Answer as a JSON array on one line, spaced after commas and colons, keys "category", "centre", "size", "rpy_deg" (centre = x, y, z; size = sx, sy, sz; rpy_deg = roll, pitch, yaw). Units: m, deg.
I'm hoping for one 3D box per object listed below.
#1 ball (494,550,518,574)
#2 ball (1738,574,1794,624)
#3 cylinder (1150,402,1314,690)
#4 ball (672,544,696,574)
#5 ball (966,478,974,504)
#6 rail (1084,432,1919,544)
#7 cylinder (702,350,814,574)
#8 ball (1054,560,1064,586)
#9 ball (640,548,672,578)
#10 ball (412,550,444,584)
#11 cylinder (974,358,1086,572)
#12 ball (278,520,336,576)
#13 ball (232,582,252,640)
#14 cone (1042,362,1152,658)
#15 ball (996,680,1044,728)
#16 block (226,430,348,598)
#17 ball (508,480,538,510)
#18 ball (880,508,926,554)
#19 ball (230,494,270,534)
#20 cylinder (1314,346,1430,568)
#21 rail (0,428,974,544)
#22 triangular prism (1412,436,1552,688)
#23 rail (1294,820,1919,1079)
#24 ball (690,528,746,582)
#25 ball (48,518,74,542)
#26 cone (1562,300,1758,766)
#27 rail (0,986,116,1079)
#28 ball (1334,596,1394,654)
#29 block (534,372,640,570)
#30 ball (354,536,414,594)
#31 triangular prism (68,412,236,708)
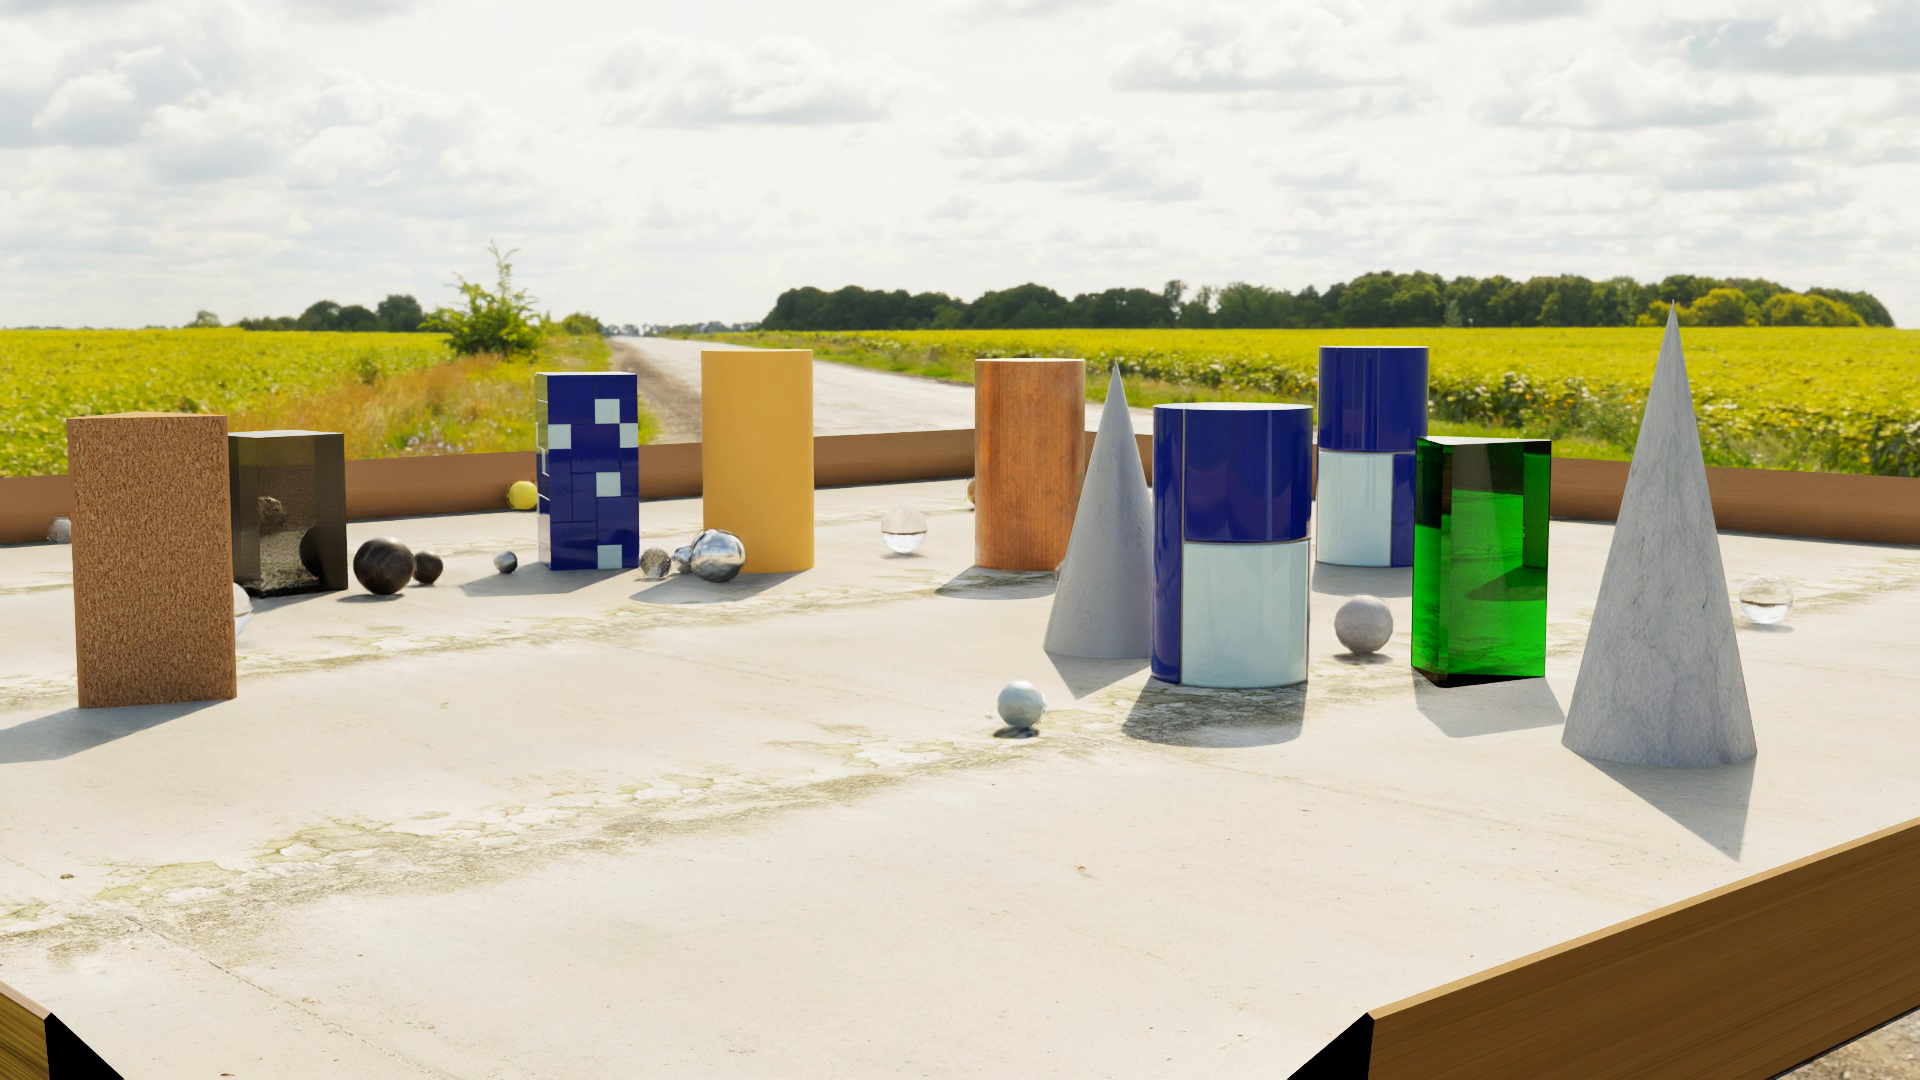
[{"category": "ball", "centre": [-0.764, 0.037, 3.699], "size": [0.040, 0.040, 0.040], "rpy_deg": [0, 6, 0]}, {"category": "ball", "centre": [1.137, 0.084, 3.102], "size": [0.072, 0.072, 0.072], "rpy_deg": [0, 6, 0]}, {"category": "cylinder", "centre": [0.327, 0.002, 2.654], "size": [0.191, 0.328, 0.191], "rpy_deg": [0, 6, 0]}, {"category": "ball", "centre": [-0.460, 0.032, 3.700], "size": [0.050, 0.050, 0.050], "rpy_deg": [0, 6, 0]}, {"category": "ball", "centre": [0.051, -0.110, 4.934], "size": [0.073, 0.073, 0.073], "rpy_deg": [0, 6, 0]}, {"category": "rail", "centre": [1.373, -0.100, 4.592], "size": [0.045, 0.124, 3.693], "rpy_deg": [-6, 8, -42]}, {"category": "cylinder", "centre": [-0.347, -0.139, 3.784], "size": [0.191, 0.373, 0.191], "rpy_deg": [0, 6, 0]}, {"category": "ball", "centre": [0.178, 0.056, 3.416], "size": [0.062, 0.062, 0.062], "rpy_deg": [0, 6, 0]}, {"category": "ball", "centre": [-0.503, 0.038, 3.634], "size": [0.052, 0.052, 0.052], "rpy_deg": [0, 6, 0]}, {"category": "ball", "centre": [-0.866, 0.044, 3.564], "size": [0.055, 0.055, 0.055], "rpy_deg": [0, 6, 0]}, {"category": "cylinder", "centre": [0.121, -0.134, 3.816], "size": [0.191, 0.356, 0.191], "rpy_deg": [0, 6, 0]}, {"category": "ball", "centre": [-1.086, 0.013, 3.658], "size": [0.096, 0.096, 0.096], "rpy_deg": [0, 6, 0]}, {"category": "ball", "centre": [-0.988, 0.095, 2.930], "size": [0.086, 0.086, 0.086], "rpy_deg": [0, 6, 0]}, {"category": "cone", "centre": [0.203, -0.047, 2.880], "size": [0.191, 0.379, 0.191], "rpy_deg": [0, 6, 0]}, {"category": "ball", "centre": [0.064, 0.175, 2.337], "size": [0.051, 0.051, 0.051], "rpy_deg": [0, 6, 0]}, {"category": "block", "centre": [-1.081, -0.044, 3.479], "size": [0.153, 0.248, 0.153], "rpy_deg": [5, 8, 42]}, {"category": "ball", "centre": [-0.964, -0.098, 4.857], "size": [0.066, 0.066, 0.066], "rpy_deg": [0, 6, 0]}, {"category": "ball", "centre": [-0.102, -0.018, 4.009], "size": [0.084, 0.084, 0.084], "rpy_deg": [0, 6, 0]}, {"category": "ball", "centre": [-1.413, -0.052, 4.370], "size": [0.077, 0.077, 0.077], "rpy_deg": [0, 6, 0]}, {"category": "cylinder", "centre": [0.723, -0.150, 3.861], "size": [0.191, 0.378, 0.191], "rpy_deg": [0, 6, 0]}, {"category": "rail", "centre": [-1.236, -0.108, 4.664], "size": [3.784, 0.124, 0.045], "rpy_deg": [-6, 8, -42]}, {"category": "triangular prism", "centre": [0.603, 0.021, 2.675], "size": [0.166, 0.287, 0.143], "rpy_deg": [-3, 7, -30]}, {"category": "rail", "centre": [1.236, 0.173, 2.000], "size": [3.784, 0.124, 0.045], "rpy_deg": [-6, 8, -42]}, {"category": "ball", "centre": [-0.393, 0.025, 3.578], "size": [0.089, 0.089, 0.089], "rpy_deg": [0, 6, 0]}, {"category": "ball", "centre": [-1.710, -0.018, 4.187], "size": [0.047, 0.047, 0.047], "rpy_deg": [0, 6, 0]}, {"category": "cone", "centre": [0.711, -0.015, 2.217], "size": [0.191, 0.454, 0.191], "rpy_deg": [0, 6, 0]}, {"category": "rail", "centre": [-1.373, 0.165, 2.072], "size": [0.045, 0.124, 3.693], "rpy_deg": [-6, 8, -42]}, {"category": "ball", "centre": [0.522, 0.109, 2.840], "size": [0.076, 0.076, 0.076], "rpy_deg": [0, 6, 0]}, {"category": "block", "centre": [-0.649, -0.123, 3.824], "size": [0.153, 0.332, 0.153], "rpy_deg": [-2, 6, -19]}, {"category": "ball", "centre": [-0.897, 0.039, 3.427], "size": [0.093, 0.093, 0.093], "rpy_deg": [0, 6, 0]}, {"category": "triangular prism", "centre": [-0.934, 0.017, 2.536], "size": [0.166, 0.324, 0.143], "rpy_deg": [-3, 7, -23]}]
